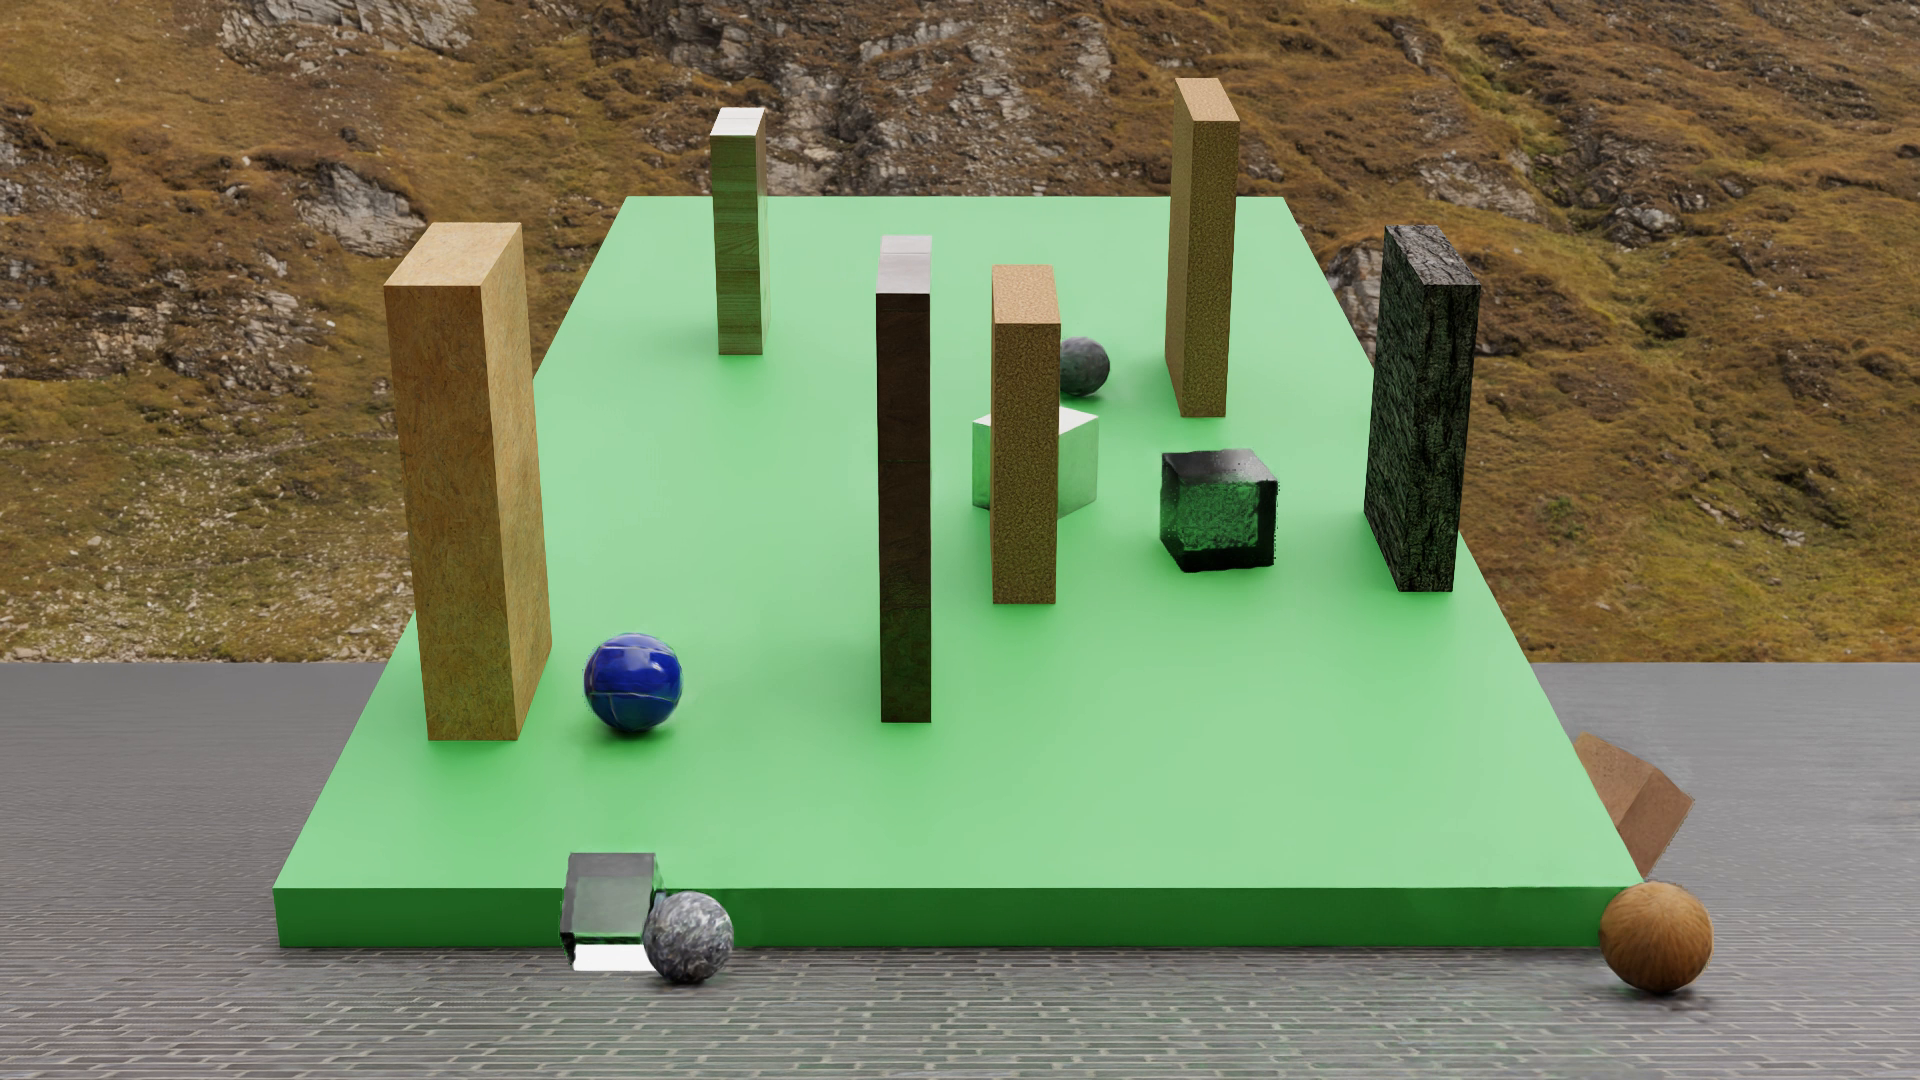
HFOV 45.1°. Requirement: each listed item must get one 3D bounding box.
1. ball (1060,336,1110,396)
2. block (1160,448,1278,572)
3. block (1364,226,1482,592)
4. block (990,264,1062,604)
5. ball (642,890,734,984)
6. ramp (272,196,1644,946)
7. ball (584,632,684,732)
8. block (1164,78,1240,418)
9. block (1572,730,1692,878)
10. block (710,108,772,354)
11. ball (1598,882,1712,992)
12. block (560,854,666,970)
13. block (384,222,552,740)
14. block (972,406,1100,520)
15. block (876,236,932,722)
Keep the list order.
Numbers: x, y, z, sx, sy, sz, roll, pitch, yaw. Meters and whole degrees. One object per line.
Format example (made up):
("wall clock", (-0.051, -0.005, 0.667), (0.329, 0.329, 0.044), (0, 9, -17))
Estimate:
("ball", (0.276, -0.401, 5.335), (0.139, 0.139, 0.139), (0, -3, 0))
("block", (0.498, -0.059, 4.474), (0.178, 0.178, 0.178), (-4, 23, -10))
("block", (0.874, -0.256, 4.403), (0.101, 0.598, 0.402), (0, 23, 0))
("block", (0.119, -0.204, 4.346), (0.116, 0.543, 0.373), (0, 23, 0))
("ball", (-0.356, 0.520, 3.025), (0.119, 0.119, 0.119), (0, -3, 0))
("ramp", (-0.007, -0.225, 5.222), (2.000, 0.100, 4.000), (0, 23, 0))
("ball", (-0.536, 0.233, 3.794), (0.163, 0.163, 0.163), (0, -3, 0))
("block", (0.550, -0.675, 5.295), (0.100, 0.676, 0.448), (0, 23, 0))
("block", (1.256, 0.508, 4.437), (0.176, 0.176, 0.176), (36, -4, -41))
("block", (-0.534, -0.758, 5.658), (0.106, 0.541, 0.296), (0, 23, 0))
("ball", (0.886, 0.505, 2.943), (0.139, 0.139, 0.139), (0, -3, 0))
("block", (-0.469, 0.504, 3.130), (0.117, 0.117, 0.117), (0, -35, 2))
("block", (-0.797, -0.098, 3.793), (0.146, 0.772, 0.360), (0, 23, 0))
("block", (0.154, -0.161, 4.706), (0.183, 0.183, 0.183), (17, 28, 34))
("block", (-0.089, -0.103, 3.849), (0.084, 0.741, 0.334), (0, 23, 0))
